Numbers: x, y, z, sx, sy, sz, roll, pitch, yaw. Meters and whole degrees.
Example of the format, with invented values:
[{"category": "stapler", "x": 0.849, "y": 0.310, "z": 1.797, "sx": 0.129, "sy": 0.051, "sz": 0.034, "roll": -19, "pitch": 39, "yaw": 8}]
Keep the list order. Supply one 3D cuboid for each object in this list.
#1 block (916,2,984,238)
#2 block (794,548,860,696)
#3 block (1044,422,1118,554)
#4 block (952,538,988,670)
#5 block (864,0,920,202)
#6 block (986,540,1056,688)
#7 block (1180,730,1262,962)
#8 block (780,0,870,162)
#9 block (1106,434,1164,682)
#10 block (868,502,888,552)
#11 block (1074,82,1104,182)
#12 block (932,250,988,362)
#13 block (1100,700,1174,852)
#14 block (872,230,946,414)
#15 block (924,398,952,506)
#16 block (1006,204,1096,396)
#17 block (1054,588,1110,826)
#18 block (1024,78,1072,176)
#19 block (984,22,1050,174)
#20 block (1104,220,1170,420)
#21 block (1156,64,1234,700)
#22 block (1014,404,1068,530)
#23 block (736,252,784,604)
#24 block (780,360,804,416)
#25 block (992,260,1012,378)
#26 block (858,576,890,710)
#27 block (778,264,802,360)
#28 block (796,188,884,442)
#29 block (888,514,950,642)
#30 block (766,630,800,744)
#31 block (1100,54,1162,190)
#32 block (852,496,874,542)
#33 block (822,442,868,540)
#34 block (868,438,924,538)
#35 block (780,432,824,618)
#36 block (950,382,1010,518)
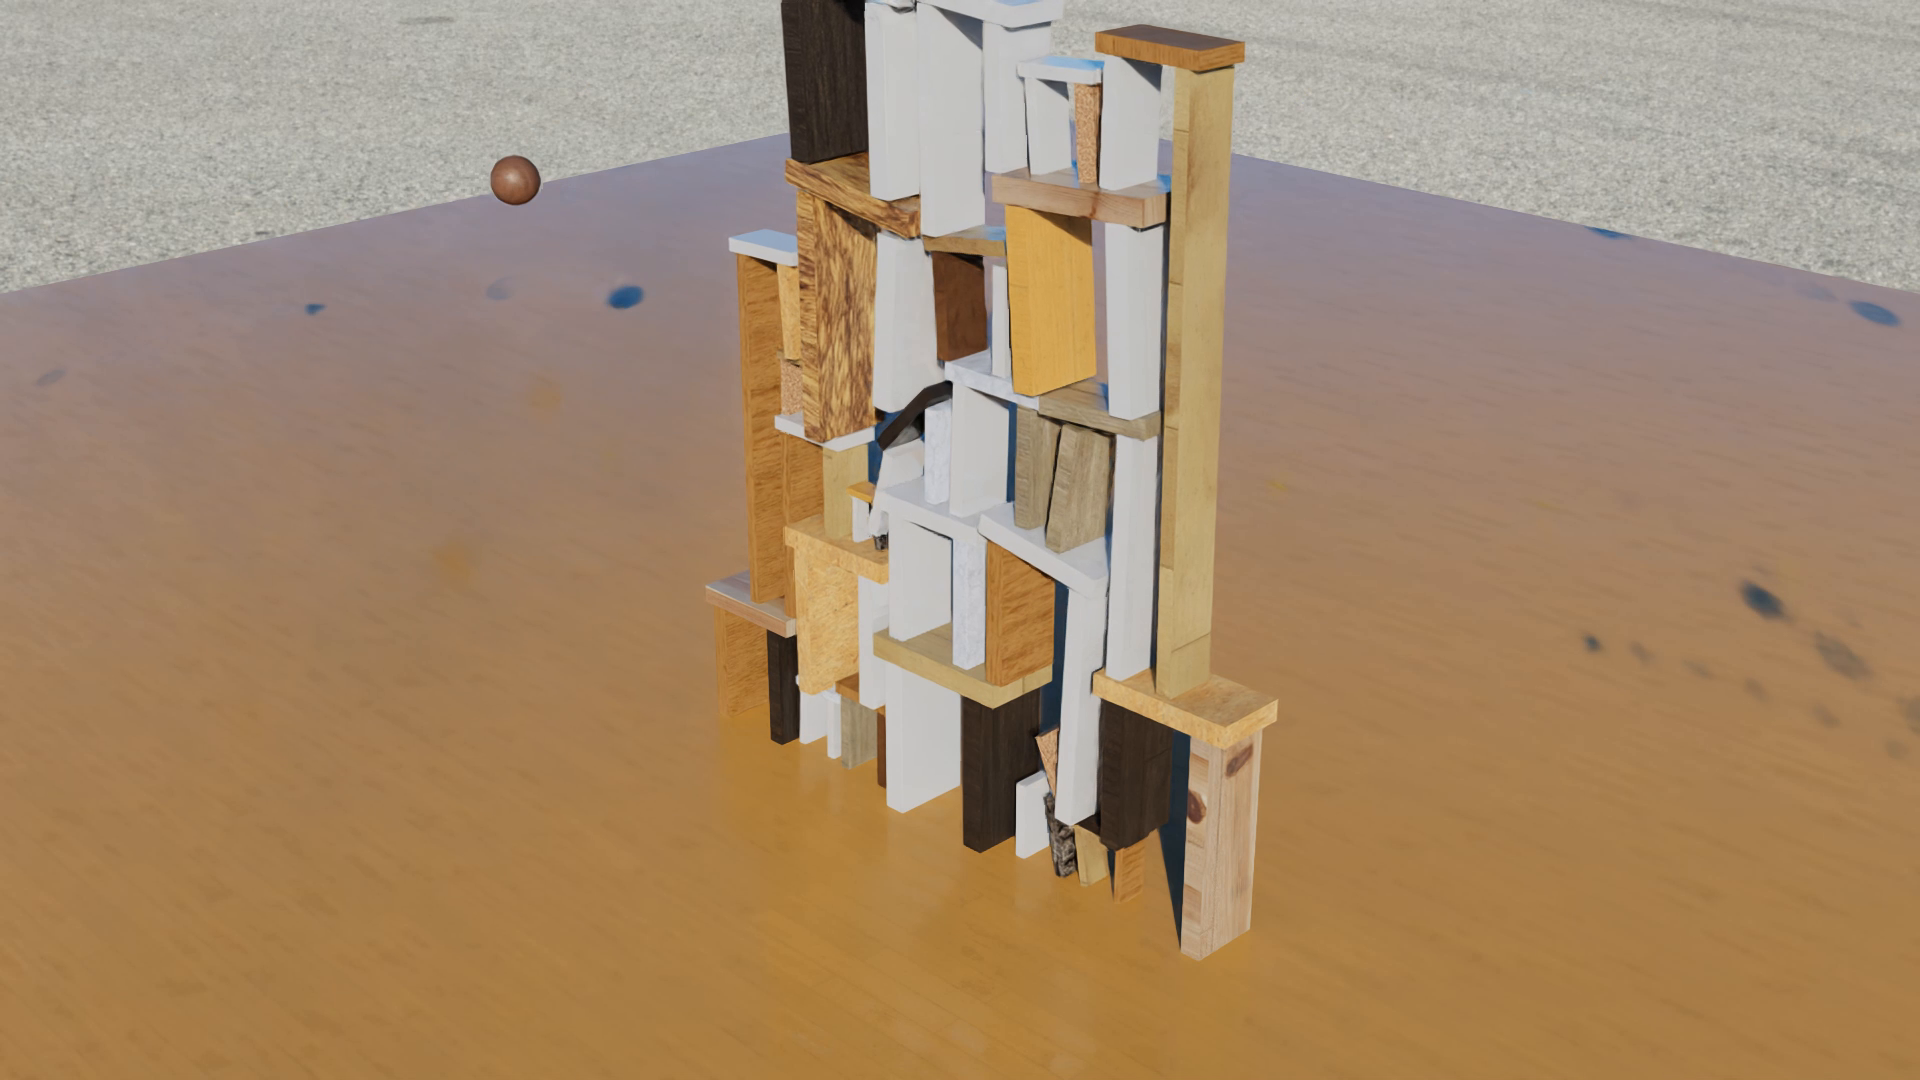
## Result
[{"category": "block", "x": -0.015, "y": -0.754, "z": 3.913, "sx": 0.126, "sy": 0.410, "sz": 0.036, "roll": -22, "pitch": 30, "yaw": -40}, {"category": "block", "x": -0.274, "y": 0.151, "z": 4.589, "sx": 0.041, "sy": 0.322, "sz": 0.144, "roll": 20, "pitch": 30, "yaw": 41}, {"category": "block", "x": 0.221, "y": -0.104, "z": 3.936, "sx": 0.122, "sy": 0.245, "sz": 0.035, "roll": -21, "pitch": 40, "yaw": -41}, {"category": "block", "x": 0.046, "y": 0.104, "z": 4.212, "sx": 0.037, "sy": 0.264, "sz": 0.132, "roll": 21, "pitch": 31, "yaw": 40}, {"category": "block", "x": -0.085, "y": -0.801, "z": 3.962, "sx": 0.174, "sy": 0.347, "sz": 0.049, "roll": -21, "pitch": 29, "yaw": -39}, {"category": "block", "x": 0.115, "y": 0.120, "z": 4.144, "sx": 0.144, "sy": 0.287, "sz": 0.041, "roll": -21, "pitch": 31, "yaw": -41}, {"category": "block", "x": 0.469, "y": 0.530, "z": 3.943, "sx": 0.042, "sy": 0.445, "sz": 0.149, "roll": 21, "pitch": 31, "yaw": 41}, {"category": "block", "x": -0.243, "y": -0.895, "z": 4.104, "sx": 0.174, "sy": 0.347, "sz": 0.049, "roll": -21, "pitch": 28, "yaw": -39}, {"category": "block", "x": 0.320, "y": 0.019, "z": 3.876, "sx": 0.035, "sy": 0.463, "sz": 0.122, "roll": 22, "pitch": 32, "yaw": 39}, {"category": "block", "x": -0.152, "y": -0.032, "z": 4.378, "sx": 0.049, "sy": 0.099, "sz": 0.014, "roll": -22, "pitch": 19, "yaw": -40}, {"category": "block", "x": 0.230, "y": -0.688, "z": 3.683, "sx": 0.023, "sy": 0.164, "sz": 0.082, "roll": 15, "pitch": 27, "yaw": 42}, {"category": "block", "x": 0.001, "y": -0.439, "z": 4.036, "sx": 0.029, "sy": 0.203, "sz": 0.102, "roll": 17, "pitch": 28, "yaw": 42}, {"category": "block", "x": 0.327, "y": 0.408, "z": 4.043, "sx": 0.042, "sy": 0.299, "sz": 0.149, "roll": 22, "pitch": 31, "yaw": 40}, {"category": "block", "x": -0.081, "y": -0.423, "z": 4.123, "sx": 0.048, "sy": 0.342, "sz": 0.171, "roll": 26, "pitch": 35, "yaw": 38}, {"category": "block", "x": -0.025, "y": -0.170, "z": 4.181, "sx": 0.027, "sy": 0.190, "sz": 0.095, "roll": 21, "pitch": 30, "yaw": 38}, {"category": "block", "x": 0.162, "y": -0.436, "z": 3.862, "sx": 0.047, "sy": 0.334, "sz": 0.167, "roll": 16, "pitch": 28, "yaw": 43}, {"category": "block", "x": 0.251, "y": 0.292, "z": 4.072, "sx": 0.041, "sy": 0.481, "sz": 0.144, "roll": 24, "pitch": 33, "yaw": 39}, {"category": "block", "x": 0.151, "y": -0.712, "z": 3.754, "sx": 0.023, "sy": 0.164, "sz": 0.082, "roll": 14, "pitch": 27, "yaw": 42}, {"category": "block", "x": 0.099, "y": -0.767, "z": 3.778, "sx": 0.036, "sy": 0.252, "sz": 0.126, "roll": 20, "pitch": 30, "yaw": 40}, {"category": "block", "x": 0.322, "y": -0.386, "z": 3.719, "sx": 0.047, "sy": 0.334, "sz": 0.167, "roll": 17, "pitch": 28, "yaw": 42}, {"category": "block", "x": 0.391, "y": -0.245, "z": 3.684, "sx": 0.031, "sy": 1.099, "sz": 0.110, "roll": 21, "pitch": 31, "yaw": 40}, {"category": "block", "x": 0.154, "y": -0.147, "z": 4.002, "sx": 0.034, "sy": 0.237, "sz": 0.118, "roll": 22, "pitch": 32, "yaw": 40}, {"category": "block", "x": -0.402, "y": -0.232, "z": 4.559, "sx": 0.027, "sy": 0.763, "sz": 0.096, "roll": 21, "pitch": 31, "yaw": 41}, {"category": "block", "x": -0.336, "y": -0.316, "z": 4.459, "sx": 0.017, "sy": 0.117, "sz": 0.059, "roll": 23, "pitch": 33, "yaw": 39}, {"category": "block", "x": 0.102, "y": -0.403, "z": 3.950, "sx": 0.029, "sy": 0.203, "sz": 0.102, "roll": 18, "pitch": 28, "yaw": 38}, {"category": "block", "x": -0.139, "y": 0.187, "z": 4.462, "sx": 0.041, "sy": 0.287, "sz": 0.144, "roll": 22, "pitch": 31, "yaw": 40}, {"category": "block", "x": -0.310, "y": -0.461, "z": 4.360, "sx": 0.027, "sy": 0.192, "sz": 0.096, "roll": 16, "pitch": 27, "yaw": 42}, {"category": "block", "x": -0.231, "y": -0.450, "z": 4.286, "sx": 0.171, "sy": 0.498, "sz": 0.048, "roll": -21, "pitch": 31, "yaw": -40}, {"category": "block", "x": -0.079, "y": 0.056, "z": 4.326, "sx": 0.132, "sy": 0.264, "sz": 0.037, "roll": -21, "pitch": 31, "yaw": -40}, {"category": "block", "x": -0.349, "y": 0.296, "z": 4.725, "sx": 0.132, "sy": 0.264, "sz": 0.037, "roll": -21, "pitch": 31, "yaw": -40}, {"category": "block", "x": 0.281, "y": -0.695, "z": 3.619, "sx": 0.031, "sy": 0.220, "sz": 0.110, "roll": 22, "pitch": 32, "yaw": 40}, {"category": "block", "x": -0.193, "y": -0.048, "z": 4.416, "sx": 0.049, "sy": 0.099, "sz": 0.014, "roll": -20, "pitch": 31, "yaw": -40}, {"category": "block", "x": -0.230, "y": -0.107, "z": 4.434, "sx": 0.027, "sy": 0.193, "sz": 0.096, "roll": 21, "pitch": 30, "yaw": 41}, {"category": "block", "x": -0.122, "y": -0.102, "z": 4.310, "sx": 0.095, "sy": 0.190, "sz": 0.027, "roll": -22, "pitch": 48, "yaw": -40}, {"category": "block", "x": -0.322, "y": -0.040, "z": 4.559, "sx": 0.027, "sy": 0.410, "sz": 0.096, "roll": 22, "pitch": 31, "yaw": 40}, {"category": "block", "x": 0.037, "y": -0.181, "z": 4.113, "sx": 0.118, "sy": 0.263, "sz": 0.034, "roll": -21, "pitch": 33, "yaw": -40}]
